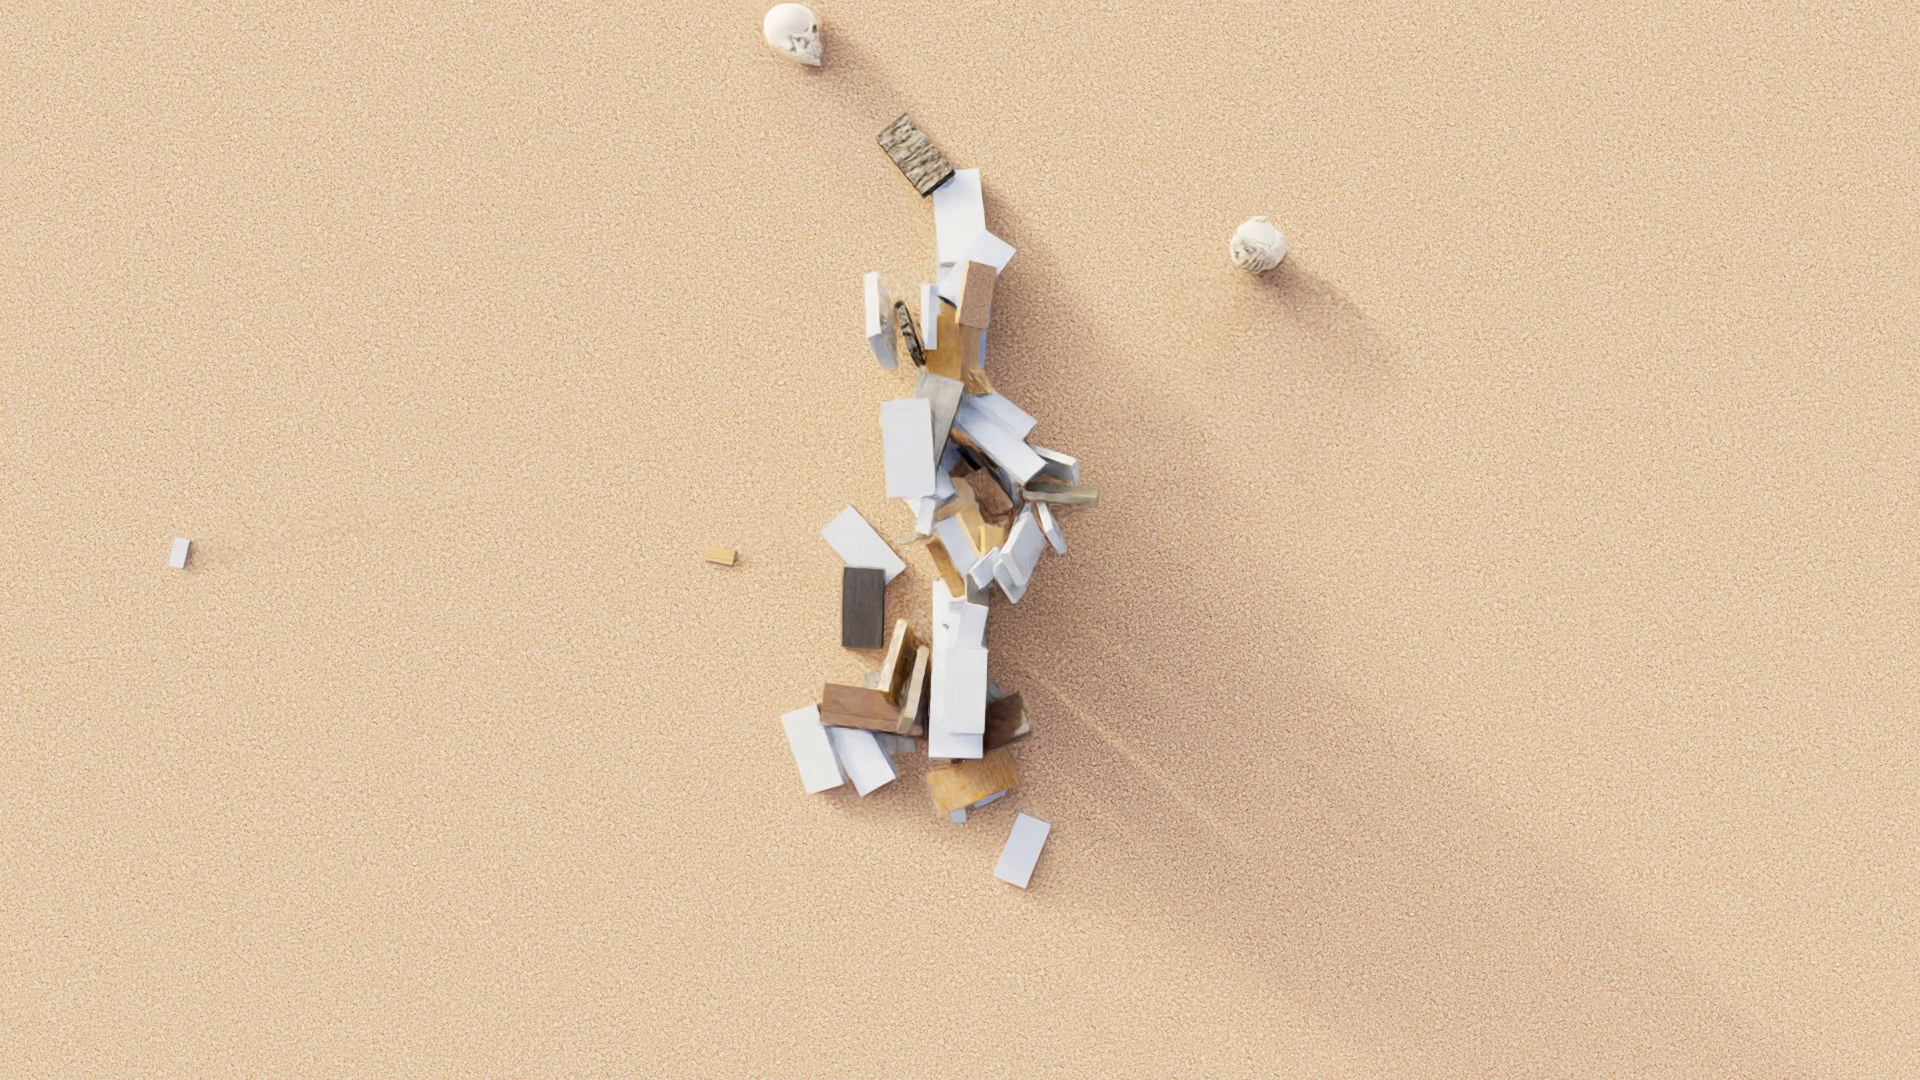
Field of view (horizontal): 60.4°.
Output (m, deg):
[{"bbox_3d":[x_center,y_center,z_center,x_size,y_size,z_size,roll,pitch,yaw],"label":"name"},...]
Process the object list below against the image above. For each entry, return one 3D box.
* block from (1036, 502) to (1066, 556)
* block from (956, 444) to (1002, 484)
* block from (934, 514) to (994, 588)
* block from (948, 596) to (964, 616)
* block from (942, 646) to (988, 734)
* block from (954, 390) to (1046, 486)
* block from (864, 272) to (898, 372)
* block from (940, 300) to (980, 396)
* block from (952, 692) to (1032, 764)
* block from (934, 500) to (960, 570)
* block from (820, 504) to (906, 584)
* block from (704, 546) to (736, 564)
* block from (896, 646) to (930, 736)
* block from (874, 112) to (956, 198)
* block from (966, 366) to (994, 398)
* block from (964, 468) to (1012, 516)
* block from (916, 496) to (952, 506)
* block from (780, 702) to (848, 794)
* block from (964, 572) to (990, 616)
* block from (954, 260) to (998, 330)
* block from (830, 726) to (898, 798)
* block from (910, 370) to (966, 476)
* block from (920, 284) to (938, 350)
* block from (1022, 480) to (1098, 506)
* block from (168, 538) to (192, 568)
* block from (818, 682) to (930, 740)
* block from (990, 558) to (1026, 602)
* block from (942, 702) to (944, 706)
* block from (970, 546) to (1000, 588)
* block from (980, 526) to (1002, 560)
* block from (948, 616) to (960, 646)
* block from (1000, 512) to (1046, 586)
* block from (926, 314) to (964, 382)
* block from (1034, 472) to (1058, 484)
[{"bbox_3d":[0.297,-0.039,5.357,0.028,0.197,0.099,-28,116,8],"label":"block"},{"bbox_3d":[0.062,-0.247,5.431,0.023,0.081,0.163,-47,111,-13],"label":"block"},{"bbox_3d":[0.013,0.047,5.298,0.080,0.023,0.264,-26,101,6],"label":"block"},{"bbox_3d":[0.008,0.256,5.344,0.080,0.023,0.159,-7,121,-2],"label":"block"},{"bbox_3d":[0.016,0.477,5.247,0.134,0.038,0.267,3,91,0],"label":"block"},{"bbox_3d":[0.106,-0.333,5.349,0.371,0.031,0.109,42,61,10],"label":"block"},{"bbox_3d":[-0.255,-0.708,5.330,0.043,0.323,0.153,-17,134,12],"label":"block"},{"bbox_3d":[-0.005,-0.616,5.411,0.134,0.038,0.393,4,103,-1],"label":"block"},{"bbox_3d":[0.087,0.618,5.415,0.277,0.039,0.139,-22,62,7],"label":"block"},{"bbox_3d":[-0.016,-0.015,5.322,0.102,0.029,0.203,-27,96,2],"label":"block"},{"bbox_3d":[-0.321,0.031,5.480,0.138,0.039,0.276,-42,90,0],"label":"block"},{"bbox_3d":[-0.801,0.050,5.493,0.096,0.014,0.048,12,90,0],"label":"block"},{"bbox_3d":[-0.152,0.487,5.347,0.035,0.124,0.264,15,57,-6],"label":"block"},{"bbox_3d":[-0.149,-1.271,5.449,0.134,0.038,0.267,-38,76,0],"label":"block"},{"bbox_3d":[0.064,-0.513,5.364,0.057,0.016,0.113,-13,53,-12],"label":"block"},{"bbox_3d":[0.095,-0.160,5.427,0.081,0.023,0.163,-21,116,39],"label":"block"},{"bbox_3d":[-0.093,-0.145,5.378,0.102,0.029,0.203,-24,72,-1],"label":"block"},{"bbox_3d":[-0.483,0.689,5.456,0.138,0.039,0.276,-19,90,22],"label":"block"},{"bbox_3d":[0.053,0.173,5.284,0.075,0.021,0.150,-4,106,-22],"label":"block"},{"bbox_3d":[0.052,-0.784,5.282,0.102,0.029,0.203,10,90,-25],"label":"block"},{"bbox_3d":[-0.331,0.692,5.452,0.139,0.039,0.277,-31,84,13],"label":"block"},{"bbox_3d":[-0.102,-0.377,5.308,0.153,0.043,0.306,18,88,10],"label":"block"},{"bbox_3d":[-0.100,-0.718,5.300,0.029,0.102,0.203,0,100,-15],"label":"block"},{"bbox_3d":[0.331,-0.154,5.422,0.237,0.099,0.028,6,112,7],"label":"block"},{"bbox_3d":[-2.598,0.043,5.493,0.048,0.014,0.096,14,90,0],"label":"block"},{"bbox_3d":[-0.255,0.564,5.413,0.399,0.038,0.134,9,69,-5],"label":"block"},{"bbox_3d":[0.155,0.126,5.253,0.069,0.020,0.138,-51,121,-34],"label":"block"},{"bbox_3d":[-0.004,0.459,5.277,0.079,0.022,0.158,10,91,0],"label":"block"},{"bbox_3d":[0.091,0.087,5.226,0.138,0.020,0.069,-42,109,-38],"label":"block"},{"bbox_3d":[0.101,0.033,5.277,0.075,0.021,0.150,8,74,-39],"label":"block"},{"bbox_3d":[0.002,0.326,5.304,0.079,0.022,0.158,3,86,0],"label":"block"},{"bbox_3d":[0.204,0.026,5.300,0.035,0.247,0.124,-16,116,29],"label":"block"},{"bbox_3d":[-0.049,-0.621,5.359,0.109,0.031,0.219,11,105,29],"label":"block"},{"bbox_3d":[0.273,-0.212,5.492,0.057,0.016,0.113,-36,90,0],"label":"block"}]
